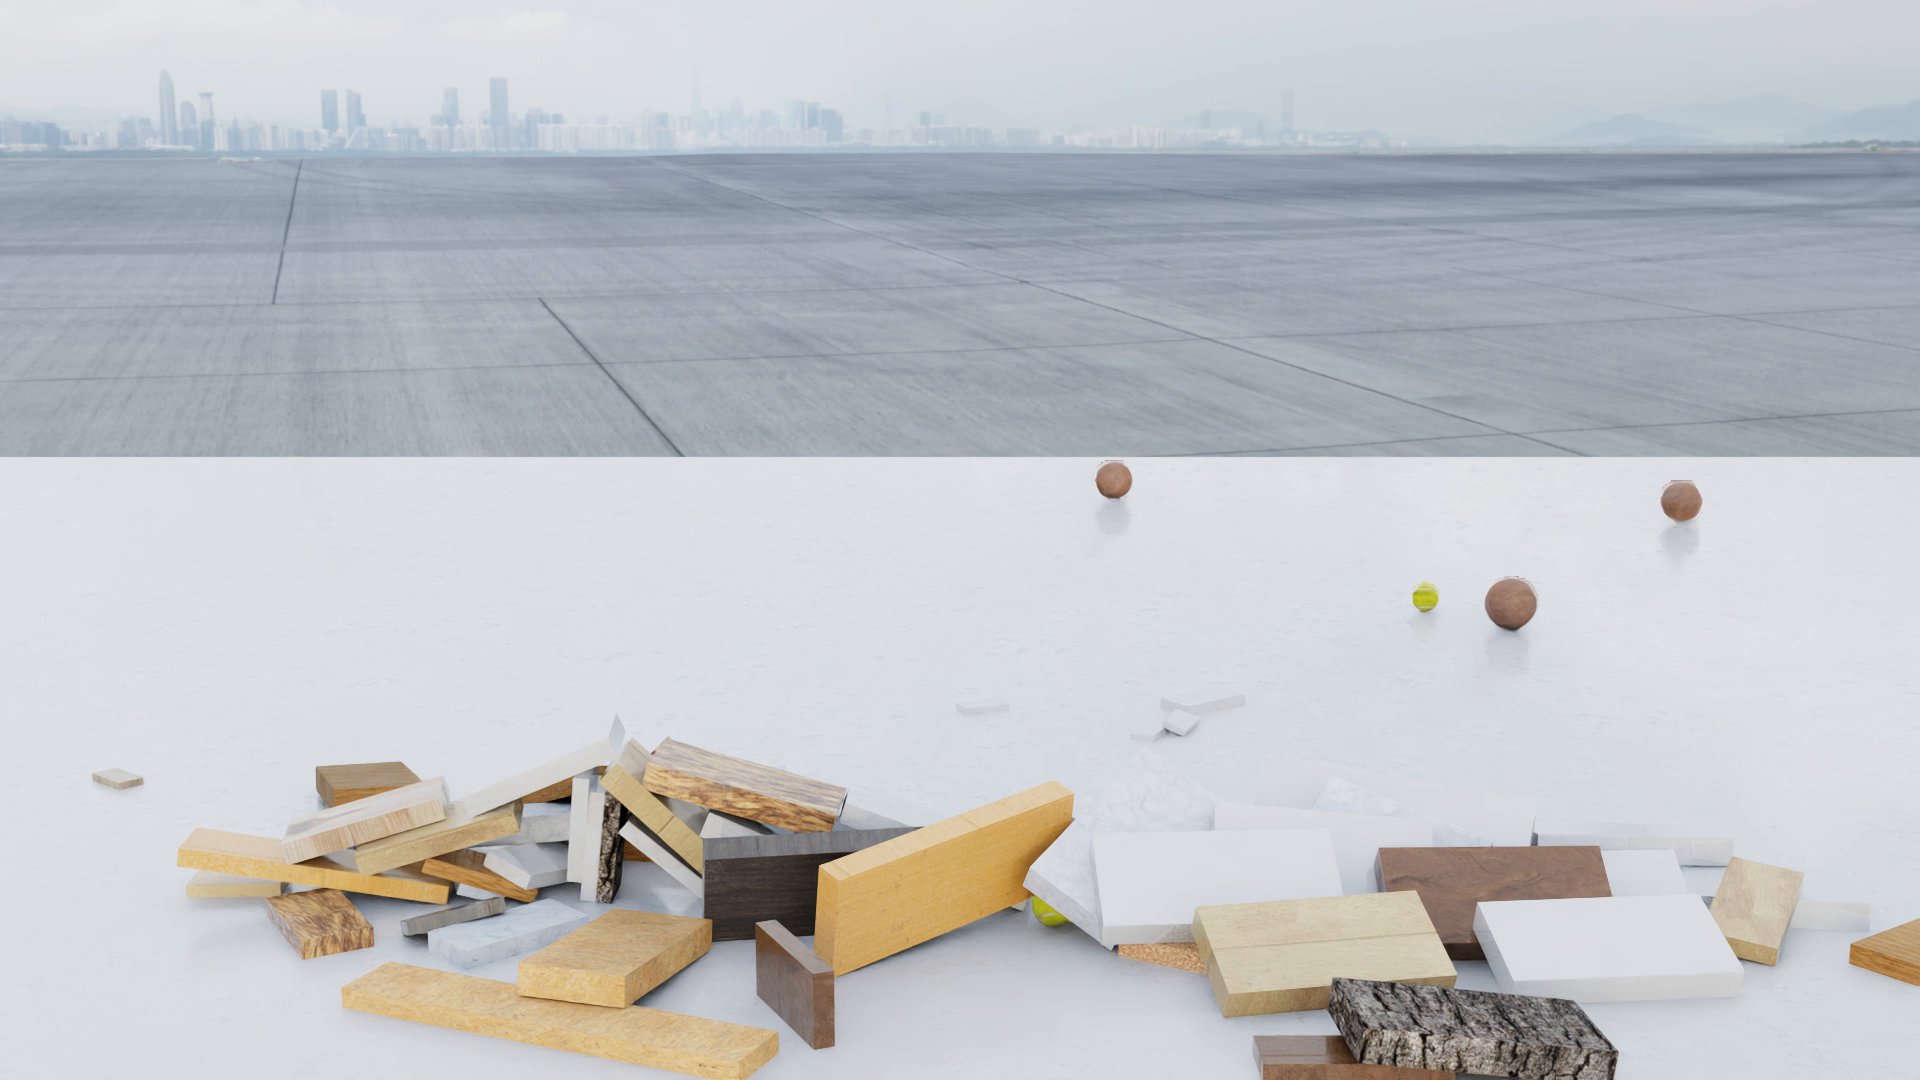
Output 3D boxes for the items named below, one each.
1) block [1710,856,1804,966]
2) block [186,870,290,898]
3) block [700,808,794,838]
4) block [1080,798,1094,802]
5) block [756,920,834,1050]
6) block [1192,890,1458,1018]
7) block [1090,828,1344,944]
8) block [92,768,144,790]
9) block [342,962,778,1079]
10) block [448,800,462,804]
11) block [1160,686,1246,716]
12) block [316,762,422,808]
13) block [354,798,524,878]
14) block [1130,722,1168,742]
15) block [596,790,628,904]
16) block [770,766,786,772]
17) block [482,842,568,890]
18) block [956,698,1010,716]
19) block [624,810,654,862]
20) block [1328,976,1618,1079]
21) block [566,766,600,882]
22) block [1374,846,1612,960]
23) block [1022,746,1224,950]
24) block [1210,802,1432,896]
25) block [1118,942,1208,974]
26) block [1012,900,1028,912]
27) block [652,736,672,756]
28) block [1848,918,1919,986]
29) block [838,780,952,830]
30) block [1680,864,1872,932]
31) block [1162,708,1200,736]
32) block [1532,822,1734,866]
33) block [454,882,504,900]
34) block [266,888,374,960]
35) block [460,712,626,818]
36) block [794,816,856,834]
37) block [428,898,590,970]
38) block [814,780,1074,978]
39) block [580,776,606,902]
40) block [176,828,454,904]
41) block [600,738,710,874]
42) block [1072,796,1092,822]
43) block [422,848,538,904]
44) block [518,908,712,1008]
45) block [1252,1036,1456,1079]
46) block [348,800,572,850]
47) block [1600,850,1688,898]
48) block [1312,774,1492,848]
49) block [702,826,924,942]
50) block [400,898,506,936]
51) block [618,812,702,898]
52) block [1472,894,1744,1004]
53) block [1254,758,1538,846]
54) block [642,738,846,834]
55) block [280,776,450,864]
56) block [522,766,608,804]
[{"bbox_3d":[1.246,0.581,3.456,0.113,0.032,0.227,11,28,27],"label":"block"},{"bbox_3d":[-1.209,0.575,3.690,0.154,0.022,0.077,-1,11,-3],"label":"block"},{"bbox_3d":[-0.270,0.509,3.652,0.314,0.044,0.157,23,10,-4],"label":"block"},{"bbox_3d":[0.219,0.505,3.897,0.276,0.039,0.138,-5,18,5],"label":"block"},{"bbox_3d":[-0.237,0.632,3.138,0.031,0.111,0.222,-5,12,-26],"label":"block"},{"bbox_3d":[0.535,0.608,3.245,0.348,0.049,0.174,-2,36,-12],"label":"block"},{"bbox_3d":[0.398,0.535,3.407,0.376,0.049,0.175,-1,45,-4],"label":"block"},{"bbox_3d":[-1.645,0.466,4.295,0.103,0.015,0.051,9,14,41],"label":"block"},{"bbox_3d":[-0.573,0.678,3.110,0.656,0.031,0.111,5,11,23],"label":"block"},{"bbox_3d":[-1.028,0.510,4.013,0.222,0.031,0.111,-1,11,-4],"label":"block"},{"bbox_3d":[0.537,0.357,4.858,0.173,0.024,0.086,-8,13,-36],"label":"block"},{"bbox_3d":[-1.102,0.461,4.103,0.161,0.046,0.321,-2,3,-22],"label":"block"},{"bbox_3d":[-0.853,0.478,3.616,0.262,0.037,0.131,-16,14,-5],"label":"block"},{"bbox_3d":[0.400,0.404,4.631,0.052,0.015,0.104,5,12,24],"label":"block"},{"bbox_3d":[-0.576,0.497,3.650,0.027,0.188,0.094,7,11,-1],"label":"block"},{"bbox_3d":[-0.488,0.478,4.145,0.330,0.047,0.165,-2,11,-9],"label":"block"},{"bbox_3d":[-0.702,0.543,3.682,0.094,0.027,0.187,24,9,24],"label":"block"},{"bbox_3d":[0.050,0.366,4.832,0.104,0.015,0.052,-4,11,-22],"label":"block"},{"bbox_3d":[-0.461,0.524,3.897,0.371,0.047,0.165,1,11,7],"label":"block"},{"bbox_3d":[0.693,0.667,2.992,0.348,0.049,0.174,7,10,-5],"label":"block"},{"bbox_3d":[-0.625,0.462,3.650,0.027,0.188,0.094,7,18,-1],"label":"block"},{"bbox_3d":[0.833,0.563,3.415,0.349,0.049,0.175,0,48,-2],"label":"block"},{"bbox_3d":[0.271,0.490,3.534,0.173,0.049,0.346,34,47,17],"label":"block"},{"bbox_3d":[0.577,0.522,3.508,0.349,0.175,0.049,5,-32,0],"label":"block"},{"bbox_3d":[0.371,0.627,3.380,0.227,0.032,0.113,6,12,30],"label":"block"},{"bbox_3d":[-0.009,0.534,3.639,0.254,0.036,0.127,20,10,-3],"label":"block"},{"bbox_3d":[-0.464,0.430,3.865,0.190,0.027,0.095,43,13,-2],"label":"block"},{"bbox_3d":[1.483,0.628,3.378,0.227,0.032,0.113,-8,13,-35],"label":"block"},{"bbox_3d":[-0.071,0.474,3.629,0.254,0.036,0.127,20,10,-2],"label":"block"},{"bbox_3d":[1.138,0.576,3.615,0.644,0.047,0.164,1,11,8],"label":"block"},{"bbox_3d":[0.470,0.388,4.673,0.052,0.015,0.104,24,18,17],"label":"block"},{"bbox_3d":[1.120,0.514,3.734,0.328,0.047,0.164,1,0,-2],"label":"block"},{"bbox_3d":[-0.807,0.560,3.672,0.077,0.022,0.154,17,9,-22],"label":"block"},{"bbox_3d":[-1.018,0.606,3.494,0.111,0.031,0.222,-6,12,-30],"label":"block"},{"bbox_3d":[-0.686,0.370,3.632,0.262,0.037,0.131,-22,14,3],"label":"block"},{"bbox_3d":[-0.151,0.517,3.648,0.254,0.036,0.127,23,10,-3],"label":"block"},{"bbox_3d":[-0.705,0.616,3.445,0.222,0.031,0.111,-10,14,-43],"label":"block"},{"bbox_3d":[-0.020,0.523,3.427,0.473,0.173,0.049,-15,31,-38],"label":"block"},{"bbox_3d":[-0.602,0.496,3.657,0.027,0.187,0.094,7,10,-1],"label":"block"},{"bbox_3d":[-1.060,0.540,3.644,0.436,0.031,0.111,9,9,-6],"label":"block"},{"bbox_3d":[-0.454,0.468,3.645,0.314,0.044,0.157,43,8,-7],"label":"block"},{"bbox_3d":[0.309,0.512,3.681,0.276,0.039,0.138,20,9,4],"label":"block"},{"bbox_3d":[-0.790,0.546,3.630,0.187,0.027,0.094,19,8,-13],"label":"block"},{"bbox_3d":[-0.509,0.620,3.281,0.165,0.047,0.330,4,5,15],"label":"block"},{"bbox_3d":[0.533,0.704,2.984,0.258,0.027,0.095,0,11,-1],"label":"block"},{"bbox_3d":[-0.874,0.503,3.822,0.465,0.046,0.161,-5,2,4],"label":"block"},{"bbox_3d":[1.007,0.564,3.492,0.285,0.040,0.143,0,46,-3],"label":"block"},{"bbox_3d":[0.708,0.504,3.595,0.285,0.143,0.040,21,-25,25],"label":"block"},{"bbox_3d":[-0.229,0.540,3.450,0.346,0.173,0.049,-2,34,-10],"label":"block"},{"bbox_3d":[-0.802,0.595,3.477,0.154,0.022,0.077,-12,-4,-23],"label":"block"},{"bbox_3d":[-0.479,0.521,3.654,0.188,0.027,0.094,40,8,-6],"label":"block"},{"bbox_3d":[0.962,0.609,3.274,0.348,0.049,0.174,-1,31,-6],"label":"block"},{"bbox_3d":[0.722,0.467,3.679,0.456,0.040,0.143,7,51,18],"label":"block"},{"bbox_3d":[-0.351,0.408,3.609,0.314,0.044,0.157,15,10,1],"label":"block"},{"bbox_3d":[-0.983,0.463,3.647,0.262,0.037,0.131,-16,13,-6],"label":"block"},{"bbox_3d":[-0.675,0.447,3.944,0.161,0.046,0.321,4,-15,-37],"label":"block"}]
